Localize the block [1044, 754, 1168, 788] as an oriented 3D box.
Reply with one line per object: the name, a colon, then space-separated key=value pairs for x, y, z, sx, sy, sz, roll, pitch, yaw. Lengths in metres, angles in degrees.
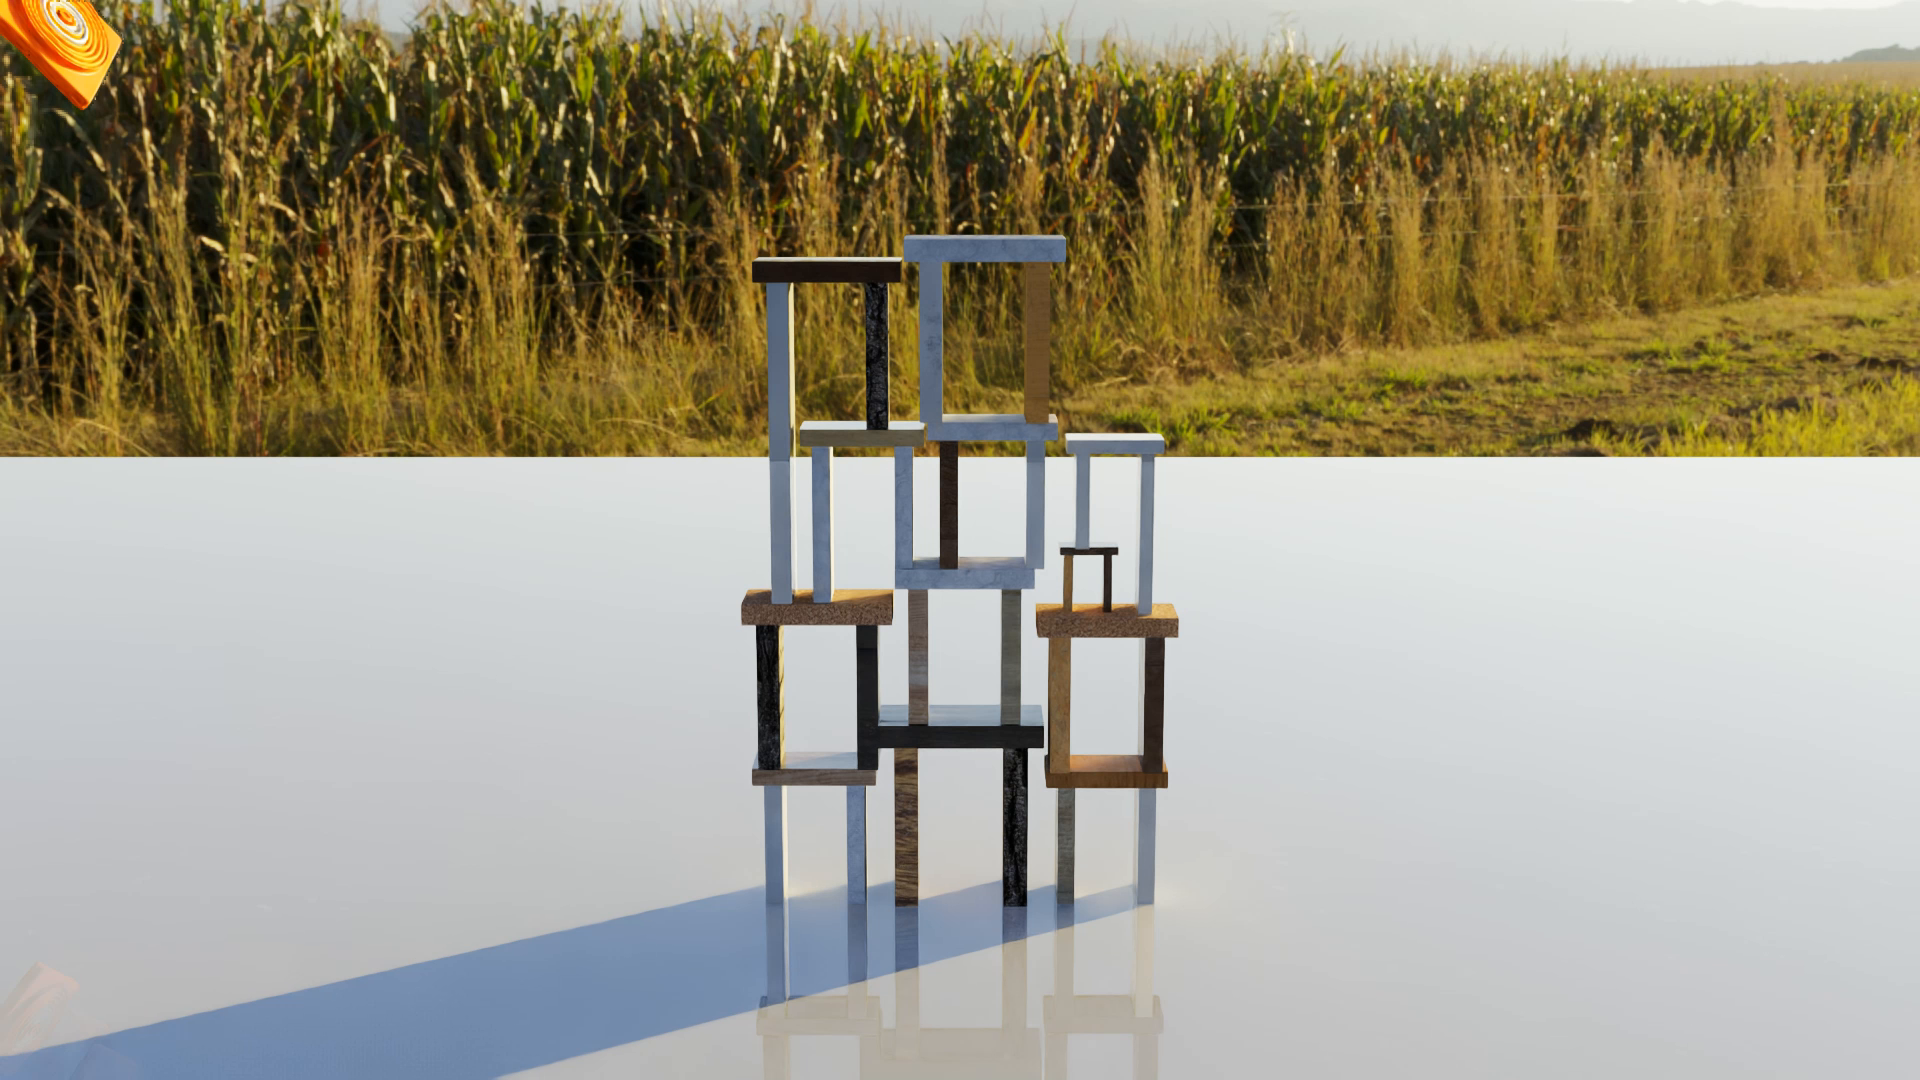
block: x=0.240 y=0.382 z=3.629 sx=0.198 sy=0.028 sz=0.099 roll=0 pitch=11 yaw=0

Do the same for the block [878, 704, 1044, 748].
block: x=0.002 y=0.307 z=3.621 sx=0.268 sy=0.038 sz=0.134 roll=0 pitch=11 yaw=0

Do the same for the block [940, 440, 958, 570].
block: x=-0.018 y=-0.065 z=3.547 sx=0.029 sy=0.207 sz=0.103 roll=0 pitch=10 yaw=0

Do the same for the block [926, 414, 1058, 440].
block: x=0.051 y=-0.181 z=3.527 sx=0.207 sy=0.029 sz=0.103 roll=0 pitch=10 yaw=0

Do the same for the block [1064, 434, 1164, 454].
block: x=0.248 y=-0.155 z=3.530 sx=0.155 sy=0.022 sz=0.077 roll=0 pitch=11 yaw=0

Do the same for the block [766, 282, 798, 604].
block: x=-0.285 y=-0.160 z=3.533 sx=0.033 sy=0.513 sz=0.116 roll=0 pitch=11 yaw=0

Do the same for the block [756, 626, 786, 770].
block: x=-0.310 y=0.244 z=3.609 sx=0.034 sy=0.241 sz=0.121 roll=0 pitch=11 yaw=0

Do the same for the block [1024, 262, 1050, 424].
block: x=0.122 y=-0.319 z=3.503 sx=0.036 sy=0.252 sz=0.126 roll=0 pitch=10 yaw=0

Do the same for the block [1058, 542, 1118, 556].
block: x=0.208 y=0.014 z=3.567 sx=0.095 sy=0.013 sz=0.047 roll=0 pitch=11 yaw=-1

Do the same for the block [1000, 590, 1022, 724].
block: x=0.082 y=0.179 z=3.592 sx=0.032 sy=0.224 sz=0.112 roll=0 pitch=10 yaw=0

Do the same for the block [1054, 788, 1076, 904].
block: x=0.174 y=0.493 z=3.650 sx=0.028 sy=0.198 sz=0.099 roll=0 pitch=11 yaw=0

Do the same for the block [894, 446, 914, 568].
block: x=-0.090 y=-0.060 z=3.551 sx=0.028 sy=0.197 sz=0.099 roll=0 pitch=10 yaw=0

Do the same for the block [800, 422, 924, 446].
block: x=-0.156 y=-0.171 z=3.530 sx=0.197 sy=0.028 sz=0.099 roll=0 pitch=11 yaw=0

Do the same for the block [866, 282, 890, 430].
block: x=-0.131 y=-0.298 z=3.507 sx=0.033 sy=0.231 sz=0.116 roll=0 pitch=11 yaw=0

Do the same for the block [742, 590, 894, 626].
block: x=-0.230 y=0.109 z=3.584 sx=0.241 sy=0.034 sz=0.121 roll=0 pitch=11 yaw=0

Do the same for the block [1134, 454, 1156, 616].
block: x=0.299 y=-0.015 z=3.556 sx=0.022 sy=0.263 sz=0.077 roll=0 pitch=11 yaw=0

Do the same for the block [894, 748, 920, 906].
block: x=-0.088 y=0.457 z=3.649 sx=0.038 sy=0.268 sz=0.134 roll=0 pitch=11 yaw=0

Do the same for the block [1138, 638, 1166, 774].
block: x=0.313 y=0.257 z=3.603 sx=0.032 sy=0.226 sz=0.113 roll=0 pitch=11 yaw=0

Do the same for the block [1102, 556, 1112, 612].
block: x=0.238 y=0.067 z=3.576 sx=0.013 sy=0.094 sz=0.047 roll=0 pitch=11 yaw=0

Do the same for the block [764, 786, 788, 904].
block: x=-0.305 y=0.490 z=3.653 sx=0.029 sy=0.202 sz=0.101 roll=0 pitch=11 yaw=0

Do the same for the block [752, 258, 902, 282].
block: x=-0.208 y=-0.428 z=3.483 sx=0.231 sy=0.033 sz=0.116 roll=0 pitch=11 yaw=0

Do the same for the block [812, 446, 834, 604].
block: x=-0.222 y=-0.032 z=3.556 sx=0.028 sy=0.254 sz=0.099 roll=0 pitch=11 yaw=0

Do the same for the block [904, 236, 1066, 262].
block: x=0.038 y=-0.461 z=3.477 sx=0.252 sy=0.036 sz=0.126 roll=0 pitch=10 yaw=0

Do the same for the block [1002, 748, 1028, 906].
block: x=0.091 y=0.457 z=3.649 sx=0.038 sy=0.268 sz=0.134 roll=0 pitch=11 yaw=0

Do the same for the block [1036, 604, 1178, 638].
block: x=0.238 y=0.131 z=3.580 sx=0.226 sy=0.032 sz=0.113 roll=0 pitch=11 yaw=0

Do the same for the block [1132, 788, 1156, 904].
block: x=0.306 y=0.493 z=3.650 sx=0.028 sy=0.198 sz=0.099 roll=0 pitch=10 yaw=0

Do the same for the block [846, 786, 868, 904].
block: x=-0.171 y=0.490 z=3.653 sx=0.029 sy=0.202 sz=0.101 roll=0 pitch=11 yaw=0

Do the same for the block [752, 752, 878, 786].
block: x=-0.238 y=0.377 z=3.632 sx=0.202 sy=0.029 sz=0.101 roll=0 pitch=11 yaw=0

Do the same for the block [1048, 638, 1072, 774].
block: x=0.162 y=0.257 z=3.603 sx=0.032 sy=0.226 sz=0.113 roll=0 pitch=11 yaw=0

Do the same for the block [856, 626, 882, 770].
block: x=-0.150 y=0.244 z=3.609 sx=0.034 sy=0.241 sz=0.121 roll=0 pitch=11 yaw=0

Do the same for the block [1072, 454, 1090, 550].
block: x=0.196 y=-0.068 z=3.547 sx=0.022 sy=0.155 sz=0.077 roll=0 pitch=11 yaw=0

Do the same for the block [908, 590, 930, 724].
block: x=-0.067 y=0.179 z=3.592 sx=0.032 sy=0.224 sz=0.112 roll=0 pitch=10 yaw=0

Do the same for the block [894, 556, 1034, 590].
block: x=0.008 y=0.053 z=3.569 sx=0.224 sy=0.032 sz=0.112 roll=0 pitch=10 yaw=0

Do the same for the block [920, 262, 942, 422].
block: x=-0.046 y=-0.320 z=3.504 sx=0.036 sy=0.252 sz=0.126 roll=0 pitch=10 yaw=0

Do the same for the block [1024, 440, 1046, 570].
block: x=0.120 y=-0.065 z=3.548 sx=0.029 sy=0.207 sz=0.103 roll=0 pitch=10 yaw=0

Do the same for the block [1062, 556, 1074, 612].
block: x=0.176 y=0.067 z=3.576 sx=0.013 sy=0.095 sz=0.047 roll=0 pitch=11 yaw=0
